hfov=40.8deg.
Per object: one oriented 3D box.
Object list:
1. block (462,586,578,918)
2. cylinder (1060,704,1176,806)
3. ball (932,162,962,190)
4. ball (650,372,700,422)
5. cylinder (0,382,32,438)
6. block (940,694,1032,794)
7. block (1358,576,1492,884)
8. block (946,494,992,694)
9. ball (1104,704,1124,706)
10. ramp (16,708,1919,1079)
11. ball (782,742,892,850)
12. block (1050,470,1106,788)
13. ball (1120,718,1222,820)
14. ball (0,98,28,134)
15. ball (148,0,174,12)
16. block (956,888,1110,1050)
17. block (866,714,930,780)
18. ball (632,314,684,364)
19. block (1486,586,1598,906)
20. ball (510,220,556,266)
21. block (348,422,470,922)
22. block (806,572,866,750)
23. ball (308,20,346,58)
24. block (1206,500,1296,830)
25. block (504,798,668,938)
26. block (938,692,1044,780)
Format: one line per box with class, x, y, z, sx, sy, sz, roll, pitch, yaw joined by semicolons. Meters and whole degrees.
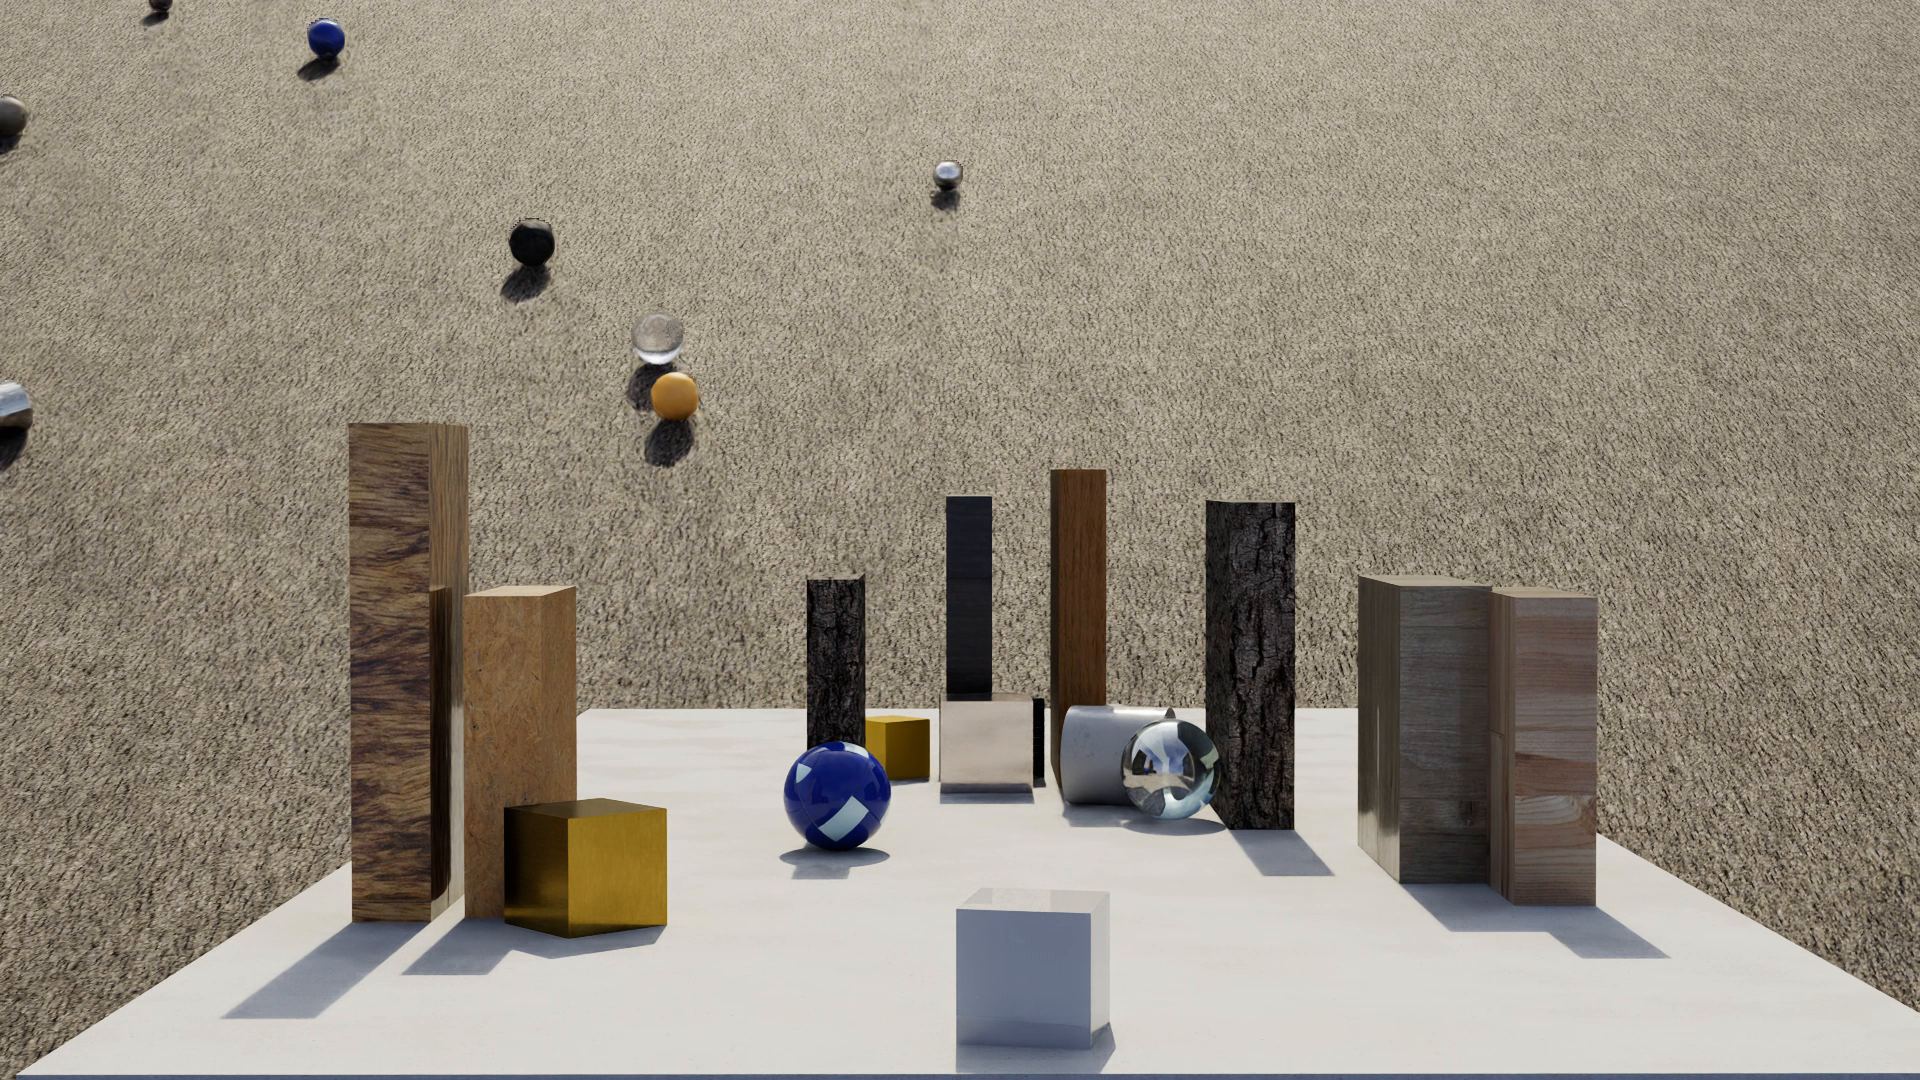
block;-0.614;0.288;3.624;0.105;0.434;0.320;0;1;0
cylinder;0.289;0.389;4.646;0.179;0.179;0.179;0;25;16
ball;-0.053;-1.498;10.625;0.119;0.119;0.119;0;26;0
ball;-0.935;-0.469;8.450;0.160;0.160;0.160;0;26;0
cylinder;-3.111;-0.412;8.328;0.162;0.162;0.162;23;34;39
block;0.049;0.385;4.908;0.172;0.172;0.172;0;1;-1
block;0.706;0.279;3.947;0.134;0.434;0.392;0;1;0
block;0.018;0.184;5.354;0.092;0.553;0.349;0;1;0
ball;0.289;0.390;4.826;0.167;0.167;0.167;0;26;0
ramp;0.059;0.530;4.567;2.000;0.100;4.000;0;1;0
ball;-0.195;0.407;4.100;0.173;0.173;0.173;0;26;0
block;0.233;0.163;5.125;0.090;0.606;0.443;0;1;0
ball;0.363;0.395;4.449;0.175;0.175;0.175;0;26;0
ball;-4.181;-1.862;11.328;0.164;0.164;0.164;0;26;0
ball;-4.109;-2.774;13.264;0.120;0.120;0.120;0;26;0
block;0.080;0.455;2.755;0.142;0.142;0.142;0;1;11
block;-0.139;0.410;5.100;0.114;0.114;0.114;-1;2;-41
ball;-1.042;-0.692;8.893;0.176;0.176;0.176;0;26;0
block;0.822;0.288;3.725;0.113;0.426;0.333;0;1;0
ball;-1.625;-1.127;9.797;0.172;0.172;0.172;0;26;0
block;-0.758;0.174;3.566;0.106;0.665;0.279;0;1;0
block;-0.207;0.273;4.345;0.084;0.426;0.324;0;1;0
ball;-3.062;-2.420;12.467;0.177;0.177;0.177;0;26;0
block;0.506;0.206;4.526;0.110;0.549;0.412;0;1;0
block;-0.497;0.432;3.421;0.155;0.155;0.155;-1;2;-42
block;0.062;0.388;5.098;0.158;0.158;0.158;-1;2;-24
